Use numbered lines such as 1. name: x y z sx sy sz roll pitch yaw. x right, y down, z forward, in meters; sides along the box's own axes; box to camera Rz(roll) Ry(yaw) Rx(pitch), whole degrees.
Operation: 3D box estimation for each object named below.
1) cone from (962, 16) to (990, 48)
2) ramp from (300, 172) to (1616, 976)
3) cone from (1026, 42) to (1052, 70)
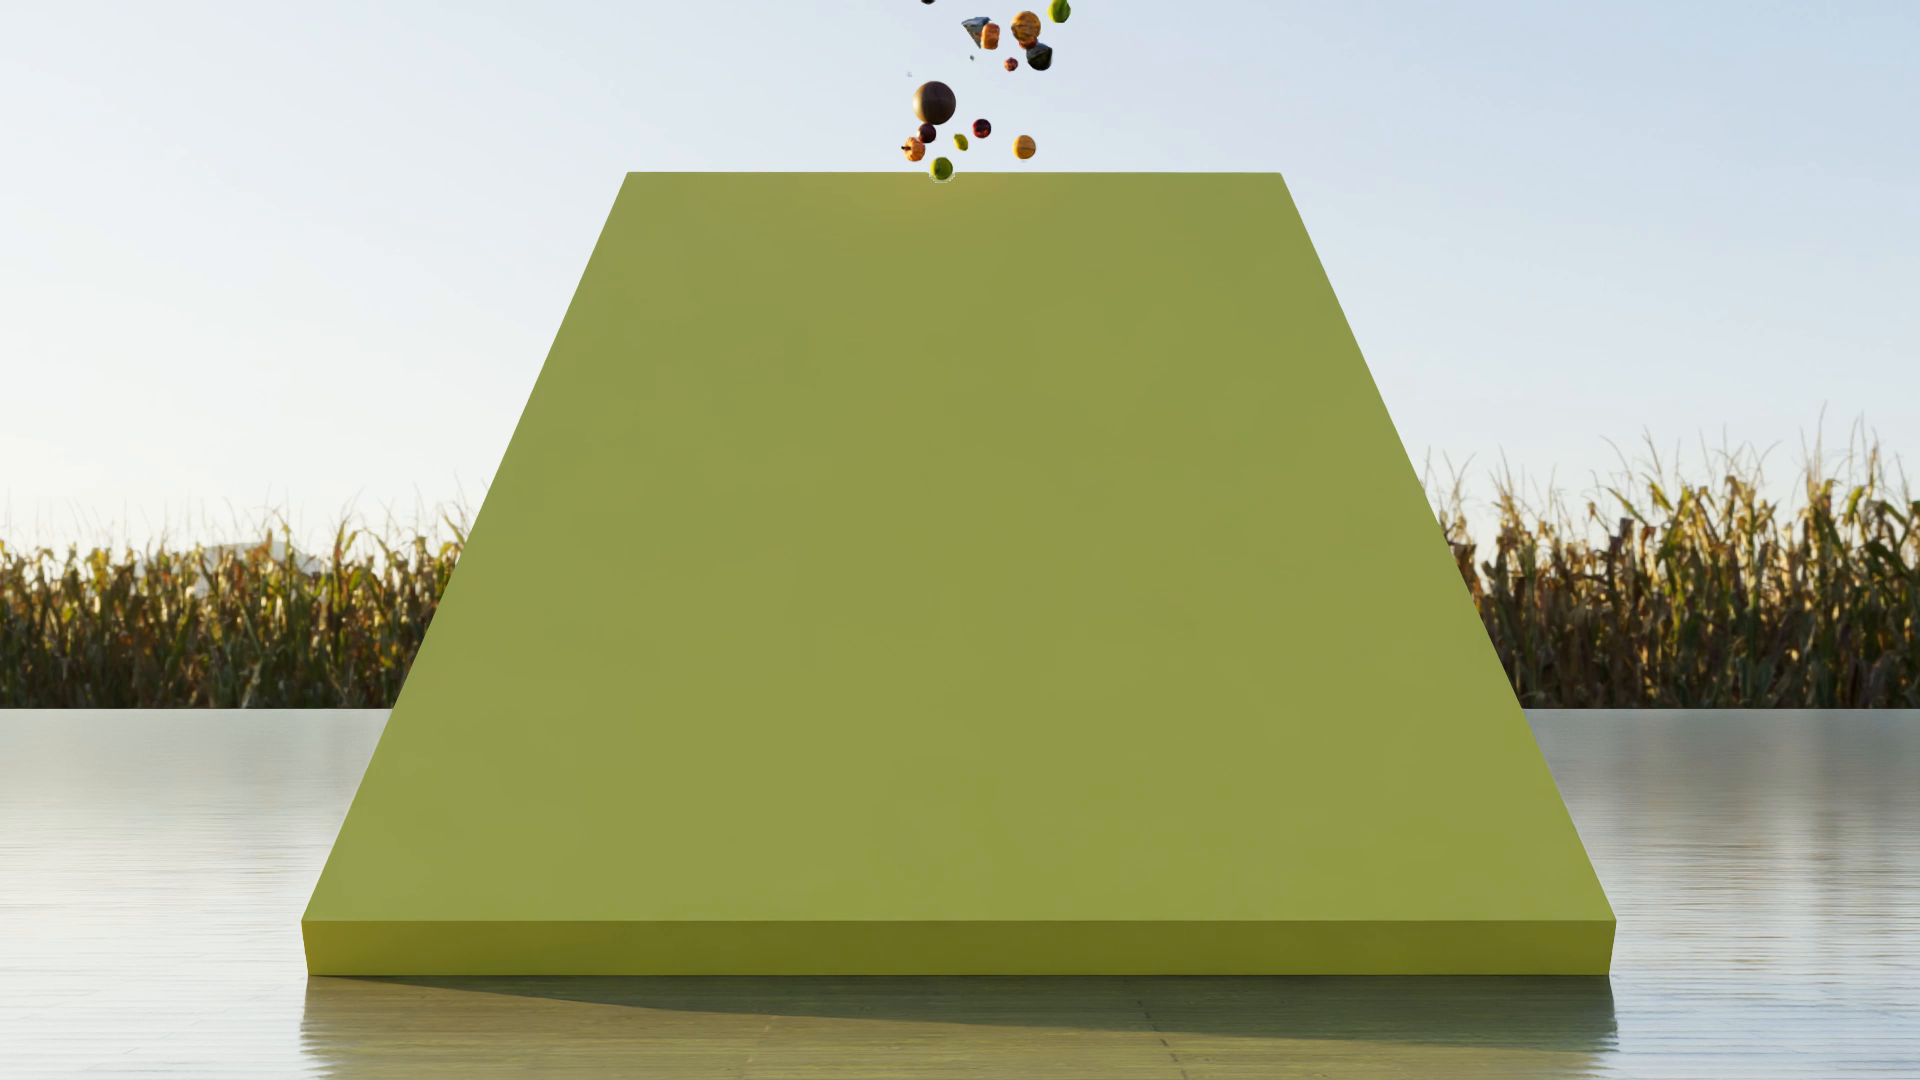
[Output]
1. cone: 0.053 -1.496 6.954 0.085 0.085 0.085 -7 27 4
2. ramp: -0.009 -0.229 5.393 2.000 0.100 4.000 0 25 0
3. cone: 0.256 -1.454 6.993 0.089 0.089 0.089 2 -5 -23
